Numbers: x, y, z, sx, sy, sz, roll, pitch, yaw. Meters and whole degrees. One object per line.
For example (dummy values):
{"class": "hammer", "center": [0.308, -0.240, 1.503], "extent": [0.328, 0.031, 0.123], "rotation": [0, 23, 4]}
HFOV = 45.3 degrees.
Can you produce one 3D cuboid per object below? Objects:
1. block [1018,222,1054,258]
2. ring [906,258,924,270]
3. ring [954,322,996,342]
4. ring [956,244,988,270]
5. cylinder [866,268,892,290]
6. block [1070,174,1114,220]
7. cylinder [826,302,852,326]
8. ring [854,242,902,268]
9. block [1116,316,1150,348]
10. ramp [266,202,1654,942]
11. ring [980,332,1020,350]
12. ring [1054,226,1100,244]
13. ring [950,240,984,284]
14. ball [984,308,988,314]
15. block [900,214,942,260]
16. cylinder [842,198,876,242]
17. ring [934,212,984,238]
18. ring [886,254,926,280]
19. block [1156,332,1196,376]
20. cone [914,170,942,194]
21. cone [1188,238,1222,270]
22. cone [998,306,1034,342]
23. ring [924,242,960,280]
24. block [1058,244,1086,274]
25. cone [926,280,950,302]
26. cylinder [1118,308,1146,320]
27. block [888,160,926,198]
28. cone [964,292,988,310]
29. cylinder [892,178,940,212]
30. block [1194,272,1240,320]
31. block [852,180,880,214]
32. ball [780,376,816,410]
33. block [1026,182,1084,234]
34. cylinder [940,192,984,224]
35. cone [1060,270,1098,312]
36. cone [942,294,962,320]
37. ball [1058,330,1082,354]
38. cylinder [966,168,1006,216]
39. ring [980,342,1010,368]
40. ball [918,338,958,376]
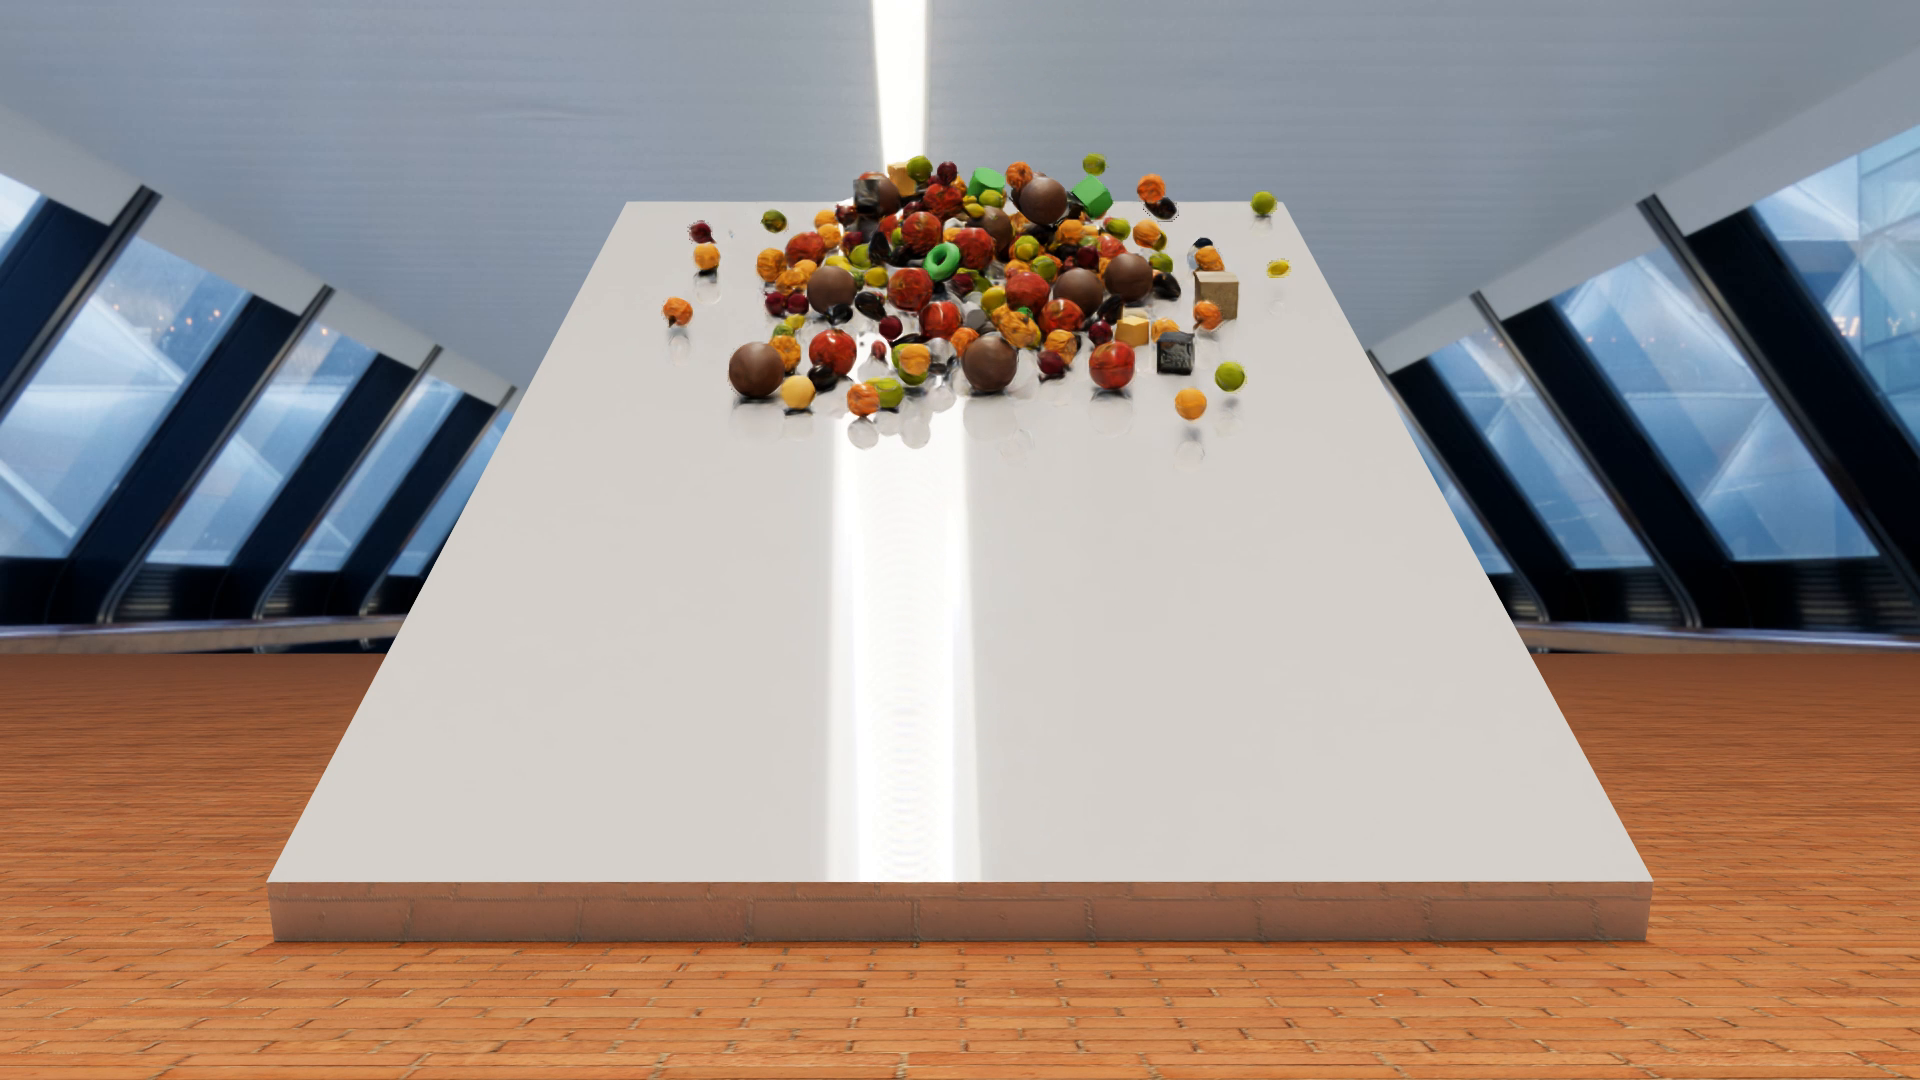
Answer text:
{"class": "block", "center": [0.217, -0.846, 6.457], "extent": [0.071, 0.071, 0.071], "rotation": [29, 33, 23]}
{"class": "ring", "center": [-0.103, -0.732, 6.100], "extent": [0.078, 0.026, 0.078], "rotation": [-8, 9, 1]}
{"class": "ring", "center": [0.038, -0.521, 5.734], "extent": [0.104, 0.035, 0.104], "rotation": [2, 23, -1]}
{"class": "ring", "center": [0.009, -0.778, 6.339], "extent": [0.140, 0.047, 0.140], "rotation": [2, 26, -1]}
{"class": "cylinder", "center": [-0.210, -0.682, 6.016], "extent": [0.050, 0.050, 0.050], "rotation": [-1, -2, 26]}
{"class": "block", "center": [0.371, -0.962, 6.458], "extent": [0.077, 0.077, 0.077], "rotation": [-39, -30, -3]}
{"class": "cylinder", "center": [-0.301, -0.560, 5.710], "extent": [0.052, 0.052, 0.052], "rotation": [1, -1, -25]}
{"class": "ring", "center": [-0.225, -0.785, 6.355], "extent": [0.136, 0.045, 0.136], "rotation": [5, 24, -2]}
{"class": "block", "center": [0.426, -0.515, 5.692], "extent": [0.058, 0.058, 0.058], "rotation": [21, 30, 41]}
{"class": "ramp", "center": [-0.007, -0.223, 5.187], "extent": [2.000, 0.100, 4.000], "rotation": [0, 22, 0]}
{"class": "ring", "center": [0.098, -0.487, 5.654], "extent": [0.097, 0.032, 0.097], "rotation": [3, 22, -1]}
{"class": "ring", "center": [0.322, -0.841, 6.355], "extent": [0.126, 0.042, 0.126], "rotation": [-5, -1, 0]}
{"class": "ring", "center": [0.017, -0.745, 6.170], "extent": [0.046, 0.137, 0.137], "rotation": [-35, -5, 2]}
{"class": "ball", "center": [0.045, -0.584, 5.866], "extent": [0.050, 0.050, 0.050], "rotation": [0, -3, 0]}
{"class": "block", "center": [-0.104, -0.817, 6.237], "extent": [0.085, 0.085, 0.085], "rotation": [-21, 27, -3]}
{"class": "cylinder", "center": [-0.288, -0.919, 6.606], "extent": [0.098, 0.098, 0.098], "rotation": [1, 27, 0]}
{"class": "ring", "center": [-0.008, -0.878, 6.440], "extent": [0.148, 0.049, 0.148], "rotation": [-2, 25, 1]}
{"class": "ring", "center": [-0.135, -0.743, 6.260], "extent": [0.135, 0.045, 0.135], "rotation": [0, 23, 0]}
{"class": "block", "center": [0.517, -0.446, 5.496], "extent": [0.080, 0.080, 0.080], "rotation": [6, 23, 13]}
{"class": "cone", "center": [-0.084, -1.014, 6.575], "extent": [0.073, 0.073, 0.073], "rotation": [16, -6, -12]}
{"class": "cone", "center": [0.692, -0.774, 6.343], "extent": [0.094, 0.094, 0.094], "rotation": [15, -13, -43]}
{"class": "cone", "center": [0.124, -0.533, 5.669], "extent": [0.085, 0.085, 0.085], "rotation": [4, 0, 36]}
{"class": "ring", "center": [-0.047, -0.719, 5.942], "extent": [0.109, 0.109, 0.036], "rotation": [-2, -28, 39]}
{"class": "block", "center": [0.306, -0.767, 6.291], "extent": [0.066, 0.066, 0.066], "rotation": [-1, 22, -2]}
{"class": "cone", "center": [-0.058, -0.667, 6.048], "extent": [0.067, 0.067, 0.067], "rotation": [0, 22, 0]}
{"class": "cylinder", "center": [0.431, -0.549, 5.766], "extent": [0.063, 0.063, 0.063], "rotation": [-1, -3, -4]}
{"class": "block", "center": [-0.154, -1.046, 6.658], "extent": [0.085, 0.085, 0.085], "rotation": [-12, 22, -17]}
{"class": "cone", "center": [0.044, -0.584, 5.726], "extent": [0.059, 0.059, 0.059], "rotation": [0, 14, -9]}
{"class": "cylinder", "center": [-0.130, -1.024, 6.813], "extent": [0.099, 0.099, 0.099], "rotation": [10, 3, 32]}
{"class": "block", "center": [0.658, -0.628, 5.912], "extent": [0.099, 0.099, 0.099], "rotation": [-1, 22, -2]}
{"class": "block", "center": [-0.260, -0.947, 6.355], "extent": [0.067, 0.067, 0.067], "rotation": [-1, -24, -6]}
{"class": "ball", "center": [-0.368, -0.335, 5.224], "extent": [0.078, 0.078, 0.078], "rotation": [0, -3, 0]}
{"class": "block", "center": [0.265, -0.919, 6.413], "extent": [0.099, 0.099, 0.099], "rotation": [12, 24, -34]}
{"class": "cylinder", "center": [0.007, -0.931, 6.605], "extent": [0.093, 0.093, 0.093], "rotation": [-32, 23, 16]}
{"class": "cone", "center": [0.318, -0.627, 5.892], "extent": [0.099, 0.099, 0.099], "rotation": [-15, -13, -4]}
{"class": "cone", "center": [0.003, -0.565, 5.750], "extent": [0.074, 0.074, 0.074], "rotation": [26, -8, -10]}
{"class": "ball", "center": [0.269, -0.484, 5.619], "extent": [0.055, 0.055, 0.055], "rotation": [0, -3, 0]}
{"class": "cylinder", "center": [0.070, -1.010, 6.674], "extent": [0.098, 0.098, 0.098], "rotation": [1, -46, -27]}
{"class": "ring", "center": [0.084, -0.444, 5.530], "extent": [0.080, 0.027, 0.080], "rotation": [-20, 31, 13]}
{"class": "ball", "center": [-0.051, -0.432, 5.445], "extent": [0.092, 0.092, 0.092], "rotation": [0, -3, 0]}
